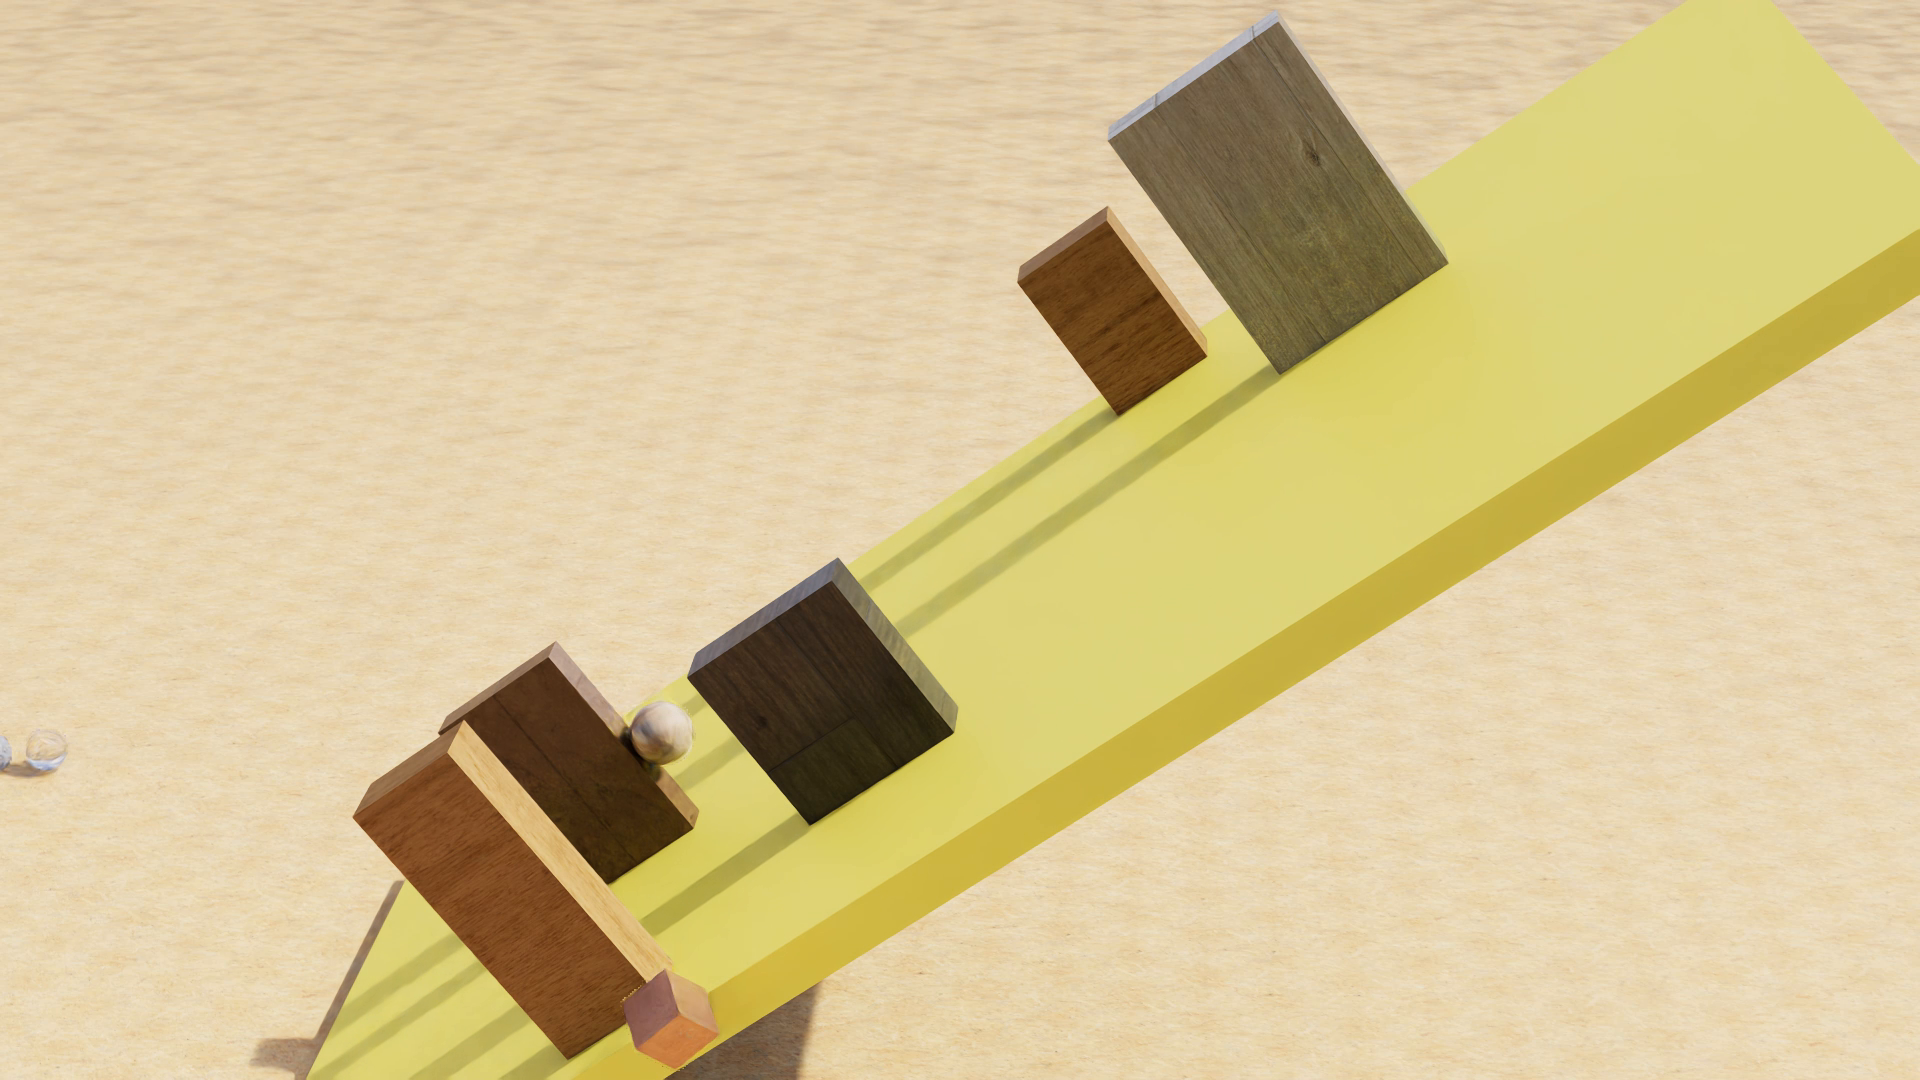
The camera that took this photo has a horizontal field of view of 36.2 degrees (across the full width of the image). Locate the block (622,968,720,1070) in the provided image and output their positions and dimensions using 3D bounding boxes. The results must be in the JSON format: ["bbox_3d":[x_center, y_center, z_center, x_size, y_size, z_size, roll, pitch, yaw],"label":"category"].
[{"bbox_3d":[-0.540,0.895,5.495,0.113,0.113,0.113,37,20,-42],"label":"block"}]

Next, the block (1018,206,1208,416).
[{"bbox_3d":[0.359,-0.536,6.893,0.256,0.403,0.129,-34,16,16],"label":"block"}]

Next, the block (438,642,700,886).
[{"bbox_3d":[-0.856,0.509,6.451,0.317,0.503,0.086,-34,16,16],"label":"block"}]

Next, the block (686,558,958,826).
[{"bbox_3d":[-0.274,0.307,5.910,0.366,0.403,0.121,-34,16,16],"label":"block"}]

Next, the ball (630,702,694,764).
[{"bbox_3d":[-0.649,0.420,6.398,0.138,0.138,0.138,0,22,0],"label":"ball"}]

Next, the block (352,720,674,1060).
[{"bbox_3d":[-0.859,0.681,5.695,0.240,0.648,0.141,-34,16,16],"label":"block"}]

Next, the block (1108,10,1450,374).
[{"bbox_3d":[0.682,-0.740,6.302,0.435,0.641,0.122,-34,16,16],"label":"block"}]

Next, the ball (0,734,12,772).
[{"bbox_3d":[-2.761,0.607,8.369,0.122,0.122,0.122,0,22,0],"label":"ball"}]

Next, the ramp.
[{"bbox_3d":[0.131,0.177,6.317,4.000,0.100,2.000,-34,16,16],"label":"ramp"}]

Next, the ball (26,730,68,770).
[{"bbox_3d":[-2.607,0.600,8.395,0.116,0.116,0.116,0,22,0],"label":"ball"}]
